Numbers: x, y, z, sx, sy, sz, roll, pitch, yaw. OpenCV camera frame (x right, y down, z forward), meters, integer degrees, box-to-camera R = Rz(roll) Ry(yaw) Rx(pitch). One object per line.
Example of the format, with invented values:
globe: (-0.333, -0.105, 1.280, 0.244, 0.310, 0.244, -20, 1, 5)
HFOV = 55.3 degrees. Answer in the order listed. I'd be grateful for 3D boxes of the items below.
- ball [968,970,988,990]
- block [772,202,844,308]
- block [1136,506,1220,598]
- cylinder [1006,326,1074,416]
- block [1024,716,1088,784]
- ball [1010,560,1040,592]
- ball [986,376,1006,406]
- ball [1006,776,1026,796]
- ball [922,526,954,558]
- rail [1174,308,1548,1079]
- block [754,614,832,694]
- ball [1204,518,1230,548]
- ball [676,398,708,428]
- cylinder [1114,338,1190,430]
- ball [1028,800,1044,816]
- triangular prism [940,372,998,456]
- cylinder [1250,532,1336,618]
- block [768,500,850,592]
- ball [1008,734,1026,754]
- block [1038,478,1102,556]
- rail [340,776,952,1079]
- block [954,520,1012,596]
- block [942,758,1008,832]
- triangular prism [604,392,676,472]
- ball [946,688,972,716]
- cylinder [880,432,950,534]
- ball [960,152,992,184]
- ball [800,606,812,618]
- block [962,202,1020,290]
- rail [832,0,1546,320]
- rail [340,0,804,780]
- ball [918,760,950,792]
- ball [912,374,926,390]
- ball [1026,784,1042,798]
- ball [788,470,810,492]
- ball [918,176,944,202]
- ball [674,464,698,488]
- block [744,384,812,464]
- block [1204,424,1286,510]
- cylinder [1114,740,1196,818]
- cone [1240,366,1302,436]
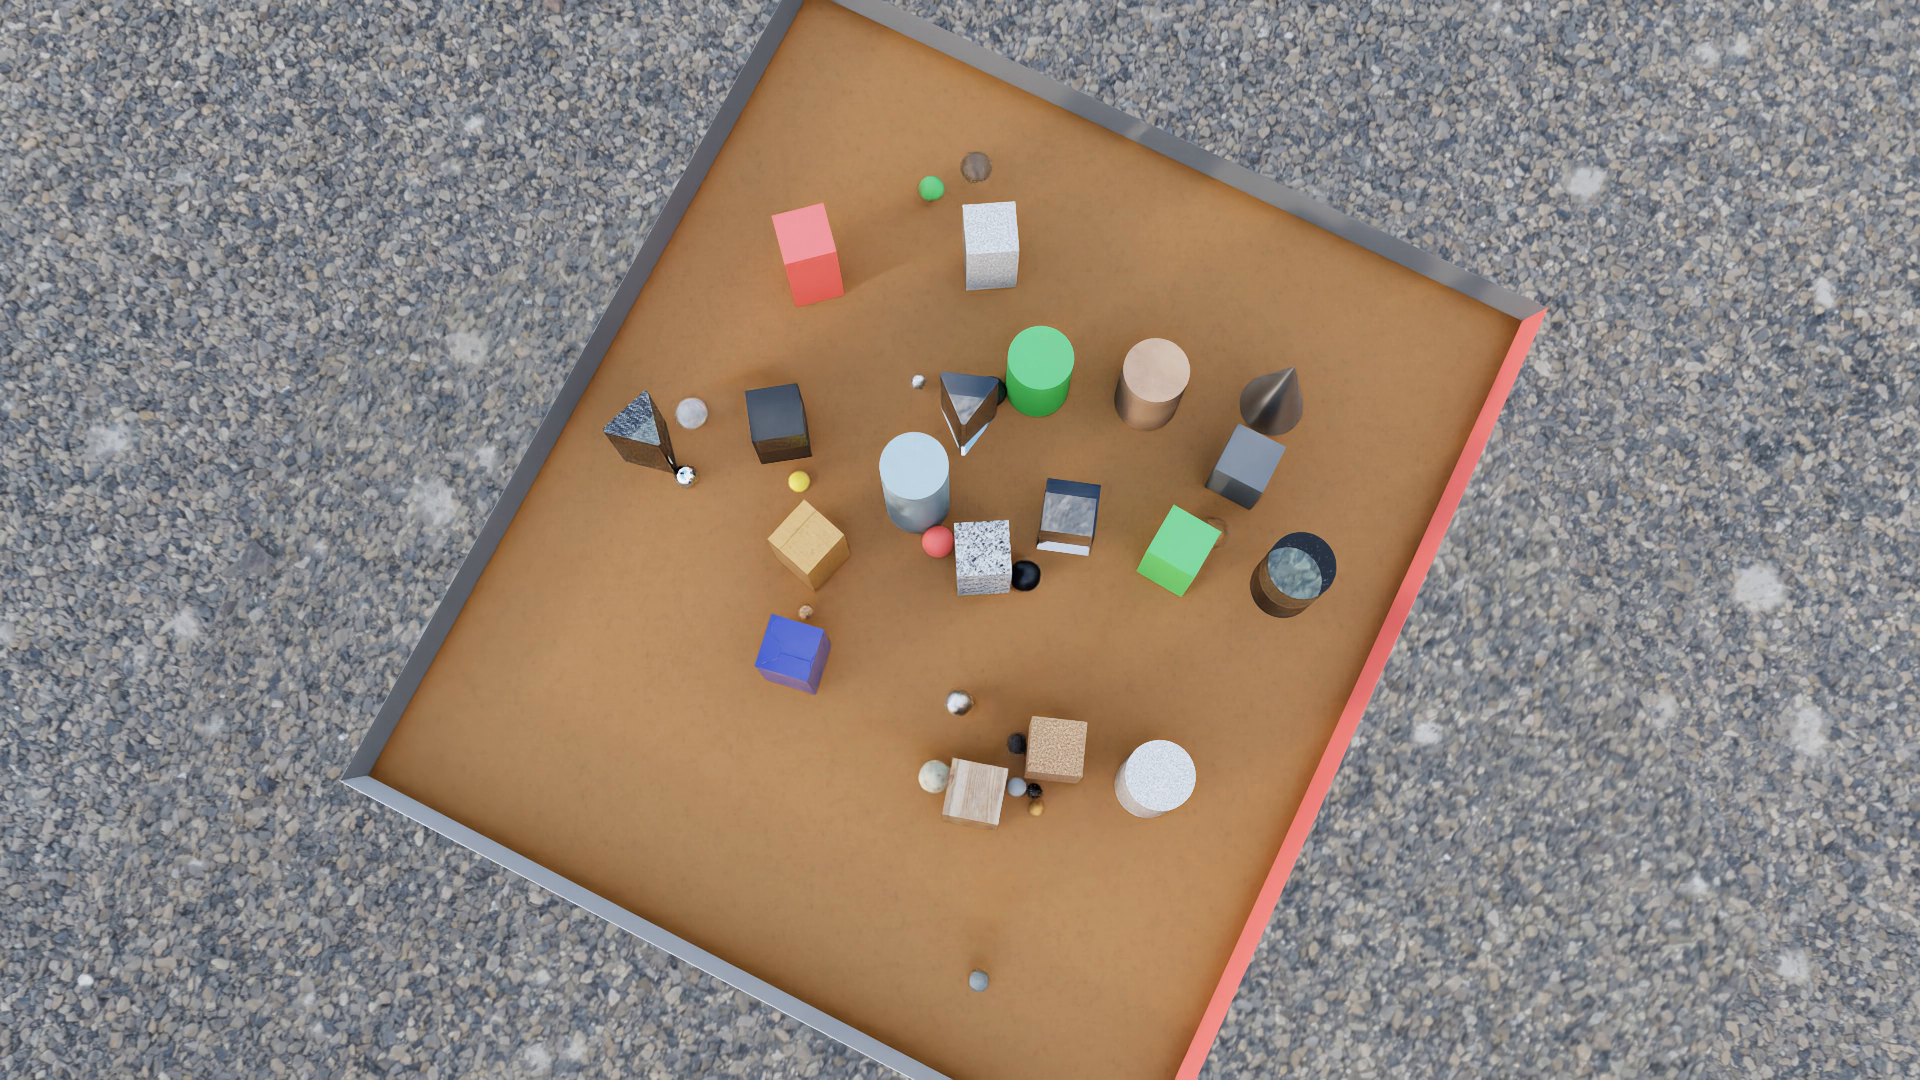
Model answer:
ball: (0.055, 1.279, 5.322, 0.059, 0.059, 0.059, 0, 78, 0)
block: (-0.461, -0.866, 5.599, 0.158, 0.385, 0.158, -15, 79, -3)
block: (0.646, 0.036, 5.443, 0.158, 0.325, 0.158, 30, 80, 6)
cylinder: (0.240, -0.509, 5.569, 0.197, 0.300, 0.197, 0, 78, 0)
block: (0.278, 0.615, 5.356, 0.158, 0.261, 0.158, 6, 78, 1)
ball: (0.196, 0.107, 5.545, 0.097, 0.097, 0.097, 0, 78, 0)
ball: (0.097, -0.458, 5.662, 0.096, 0.096, 0.096, 0, 78, 0)
ball: (0.168, 0.732, 5.435, 0.059, 0.059, 0.059, 0, 78, 0)
ball: (-0.066, 0.005, 5.565, 0.099, 0.099, 0.099, 0, 78, 0)
rail: (1.137, 0.563, 5.434, 0.045, 0.128, 2.912, 26, 80, 5)
block: (-0.488, 0.339, 5.387, 0.158, 0.313, 0.158, 16, 79, 3)
ball: (0.771, -0.022, 5.572, 0.096, 0.096, 0.096, 0, 78, 0)
ball: (-0.826, -0.391, 5.649, 0.095, 0.095, 0.095, 0, 78, 0)
cylinder: (0.579, -0.468, 5.550, 0.197, 0.321, 0.197, 0, 78, 0)
ball: (0.225, 0.793, 5.429, 0.046, 0.046, 0.046, 0, 78, 0)
triangular prism: (0.002, -0.408, 5.516, 0.148, 0.362, 0.171, 36, 81, 7)
cylinder: (0.983, 0.107, 5.424, 0.197, 0.335, 0.197, 0, 78, 0)
block: (-0.447, 0.021, 5.459, 0.158, 0.300, 0.158, 41, 81, 8)
ball: (0.170, 0.608, 5.461, 0.058, 0.058, 0.058, 0, 78, 0)
block: (0.324, -0.067, 5.488, 0.158, 0.279, 0.158, 8, 78, 2)
rail: (-0.641, 1.261, 5.289, 2.589, 0.128, 0.045, 26, 80, 5)
block: (0.067, 0.056, 5.442, 0.158, 0.318, 0.158, -3, 78, -1)
block: (0.043, 0.736, 5.273, 0.158, 0.374, 0.158, 11, 79, 2)
triangular prism: (-0.936, -0.332, 5.508, 0.171, 0.348, 0.148, 15, 79, 3)
ball: (-0.003, 0.486, 5.474, 0.082, 0.082, 0.082, 0, 78, 0)
cylinder: (-0.130, -0.163, 5.411, 0.197, 0.469, 0.197, 0, 78, 0)
ball: (0.052, -1.182, 5.811, 0.098, 0.098, 0.098, 0, 78, 0)
ball: (-0.467, 0.218, 5.550, 0.041, 0.041, 0.041, 0, 78, 0)
block: (0.093, -0.902, 5.640, 0.158, 0.319, 0.158, -4, 78, -1)
rail: (0.641, -1.248, 5.808, 2.589, 0.128, 0.045, 26, 80, 5)
rail: (-1.137, -0.550, 5.664, 0.045, 0.128, 2.912, 26, 80, 5)
ball: (-0.074, 0.700, 5.422, 0.097, 0.097, 0.097, 0, 78, 0)
ball: (-0.128, -0.492, 5.694, 0.047, 0.047, 0.047, 0, 78, 0)
ball: (0.220, 0.745, 5.439, 0.045, 0.045, 0.045, 0, 78, 0)
ball: (-0.493, -0.181, 5.621, 0.064, 0.064, 0.064, 0, 78, 0)
ball: (-0.092, -1.113, 5.806, 0.080, 0.080, 0.080, 0, 78, 0)
ball: (-0.840, -0.194, 5.618, 0.076, 0.076, 0.076, 0, 78, 0)
block: (-0.547, -0.350, 5.550, 0.158, 0.273, 0.158, -9, 78, -2)
block: (0.860, -0.219, 5.541, 0.158, 0.237, 0.158, 28, 80, 5)
cylinder: (0.558, 0.693, 5.284, 0.197, 0.370, 0.197, 0, 78, 0)
cone: (0.969, -0.462, 5.501, 0.197, 0.413, 0.197, 0, 78, 0)
